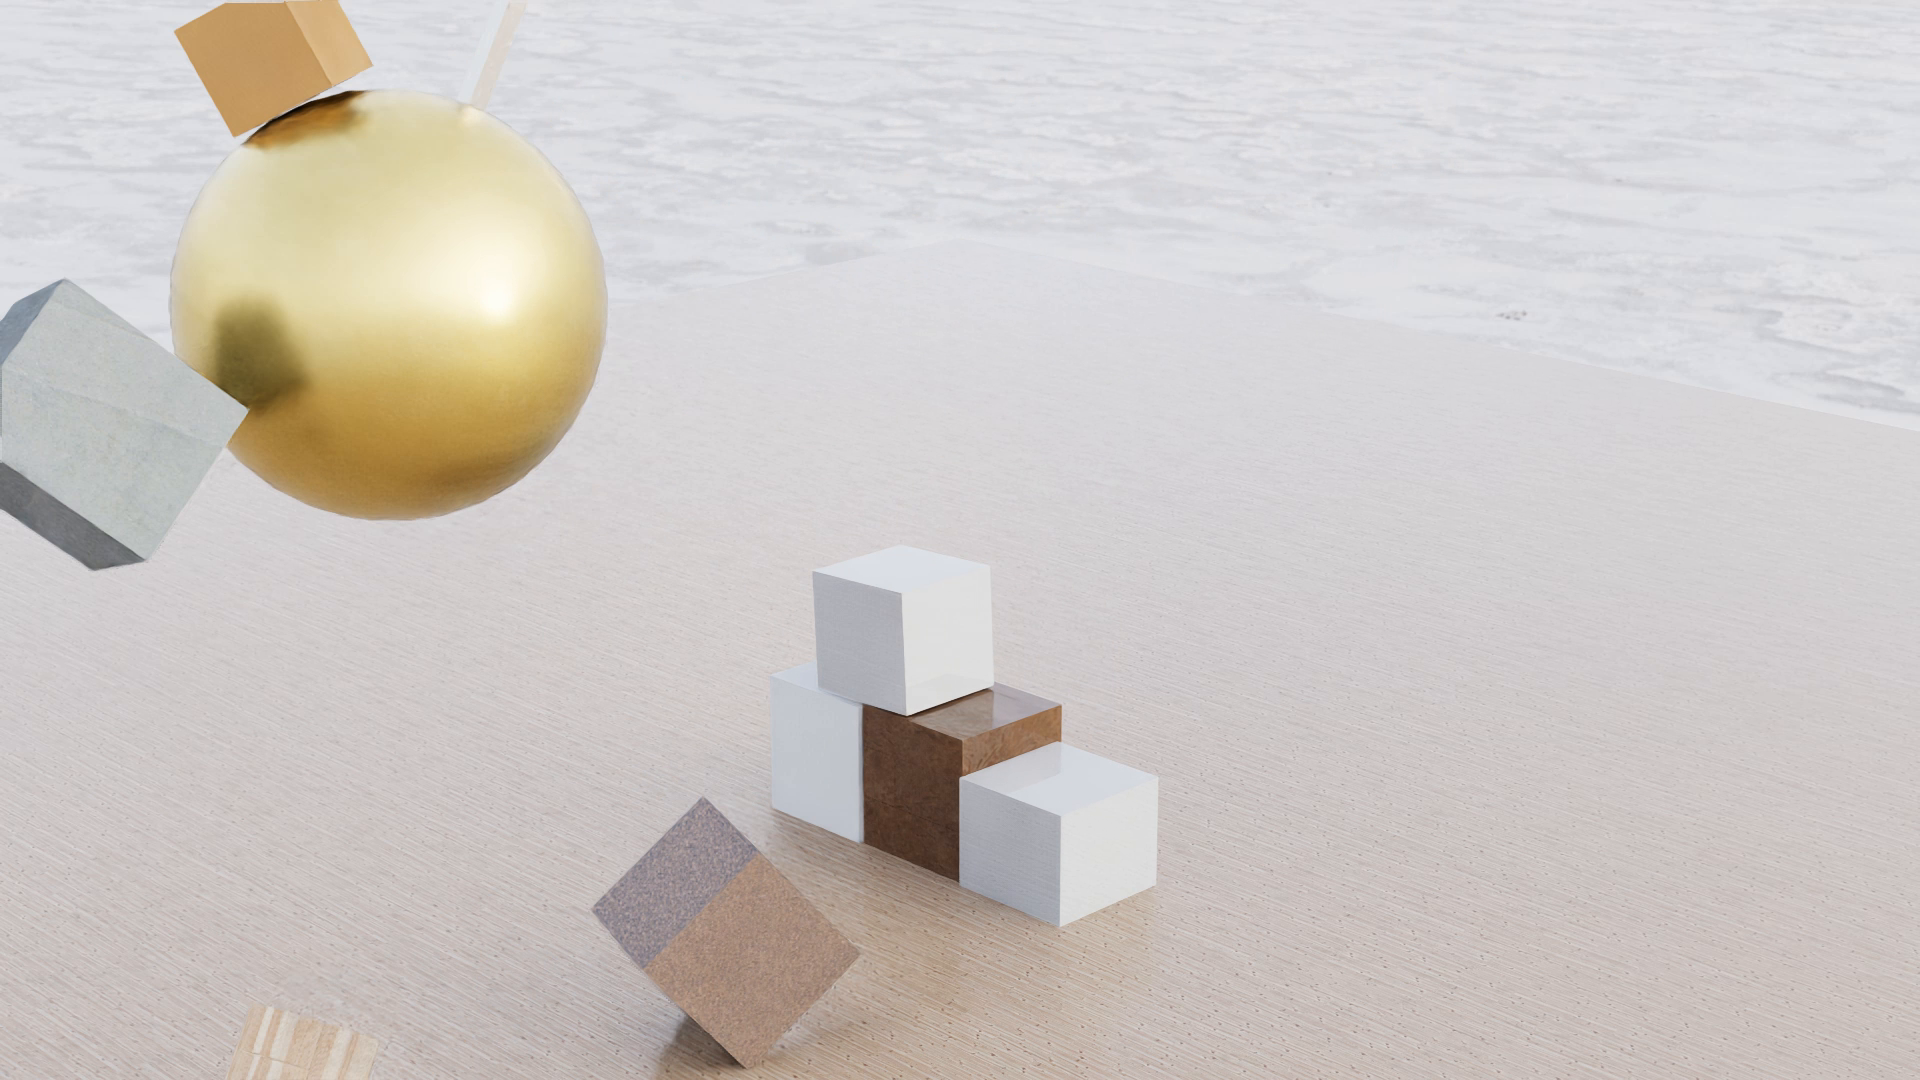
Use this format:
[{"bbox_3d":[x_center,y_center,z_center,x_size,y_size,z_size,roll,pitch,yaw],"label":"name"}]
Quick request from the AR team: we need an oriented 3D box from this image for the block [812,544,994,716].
[{"bbox_3d":[-0.264,0.413,13.727,0.599,0.585,0.571,13,21,43],"label":"block"}]

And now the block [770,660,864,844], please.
[{"bbox_3d":[-0.451,0.965,14.136,0.680,0.683,0.616,-17,24,-42],"label":"block"}]

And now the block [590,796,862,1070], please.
[{"bbox_3d":[-0.943,1.573,11.785,0.641,0.678,0.623,-45,30,-7],"label":"block"}]

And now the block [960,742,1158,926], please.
[{"bbox_3d":[0.445,1.319,13.267,0.641,0.528,0.626,-17,24,-42],"label":"block"}]

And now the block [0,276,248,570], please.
[{"bbox_3d":[-2.985,-0.377,9.940,0.743,0.621,0.663,39,-22,-24],"label":"block"}]

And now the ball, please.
[{"bbox_3d":[-2.105,-0.867,10.862,1.600,1.600,1.600,0,17,0],"label":"ball"}]

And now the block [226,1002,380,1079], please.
[{"bbox_3d":[-2.388,2.019,10.440,0.466,0.513,0.501,18,-29,-8],"label":"block"}]

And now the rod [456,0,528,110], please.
[{"bbox_3d":[-0.912,-4.040,11.116,0.080,5.200,0.080,17,-6,42],"label":"rod"}]

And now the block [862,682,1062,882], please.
[{"bbox_3d":[0.011,1.095,13.695,0.649,0.699,0.655,-17,24,-42],"label":"block"}]

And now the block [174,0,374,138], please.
[{"bbox_3d":[-2.499,-1.793,10.701,0.433,0.429,0.442,-24,13,16],"label":"block"}]
